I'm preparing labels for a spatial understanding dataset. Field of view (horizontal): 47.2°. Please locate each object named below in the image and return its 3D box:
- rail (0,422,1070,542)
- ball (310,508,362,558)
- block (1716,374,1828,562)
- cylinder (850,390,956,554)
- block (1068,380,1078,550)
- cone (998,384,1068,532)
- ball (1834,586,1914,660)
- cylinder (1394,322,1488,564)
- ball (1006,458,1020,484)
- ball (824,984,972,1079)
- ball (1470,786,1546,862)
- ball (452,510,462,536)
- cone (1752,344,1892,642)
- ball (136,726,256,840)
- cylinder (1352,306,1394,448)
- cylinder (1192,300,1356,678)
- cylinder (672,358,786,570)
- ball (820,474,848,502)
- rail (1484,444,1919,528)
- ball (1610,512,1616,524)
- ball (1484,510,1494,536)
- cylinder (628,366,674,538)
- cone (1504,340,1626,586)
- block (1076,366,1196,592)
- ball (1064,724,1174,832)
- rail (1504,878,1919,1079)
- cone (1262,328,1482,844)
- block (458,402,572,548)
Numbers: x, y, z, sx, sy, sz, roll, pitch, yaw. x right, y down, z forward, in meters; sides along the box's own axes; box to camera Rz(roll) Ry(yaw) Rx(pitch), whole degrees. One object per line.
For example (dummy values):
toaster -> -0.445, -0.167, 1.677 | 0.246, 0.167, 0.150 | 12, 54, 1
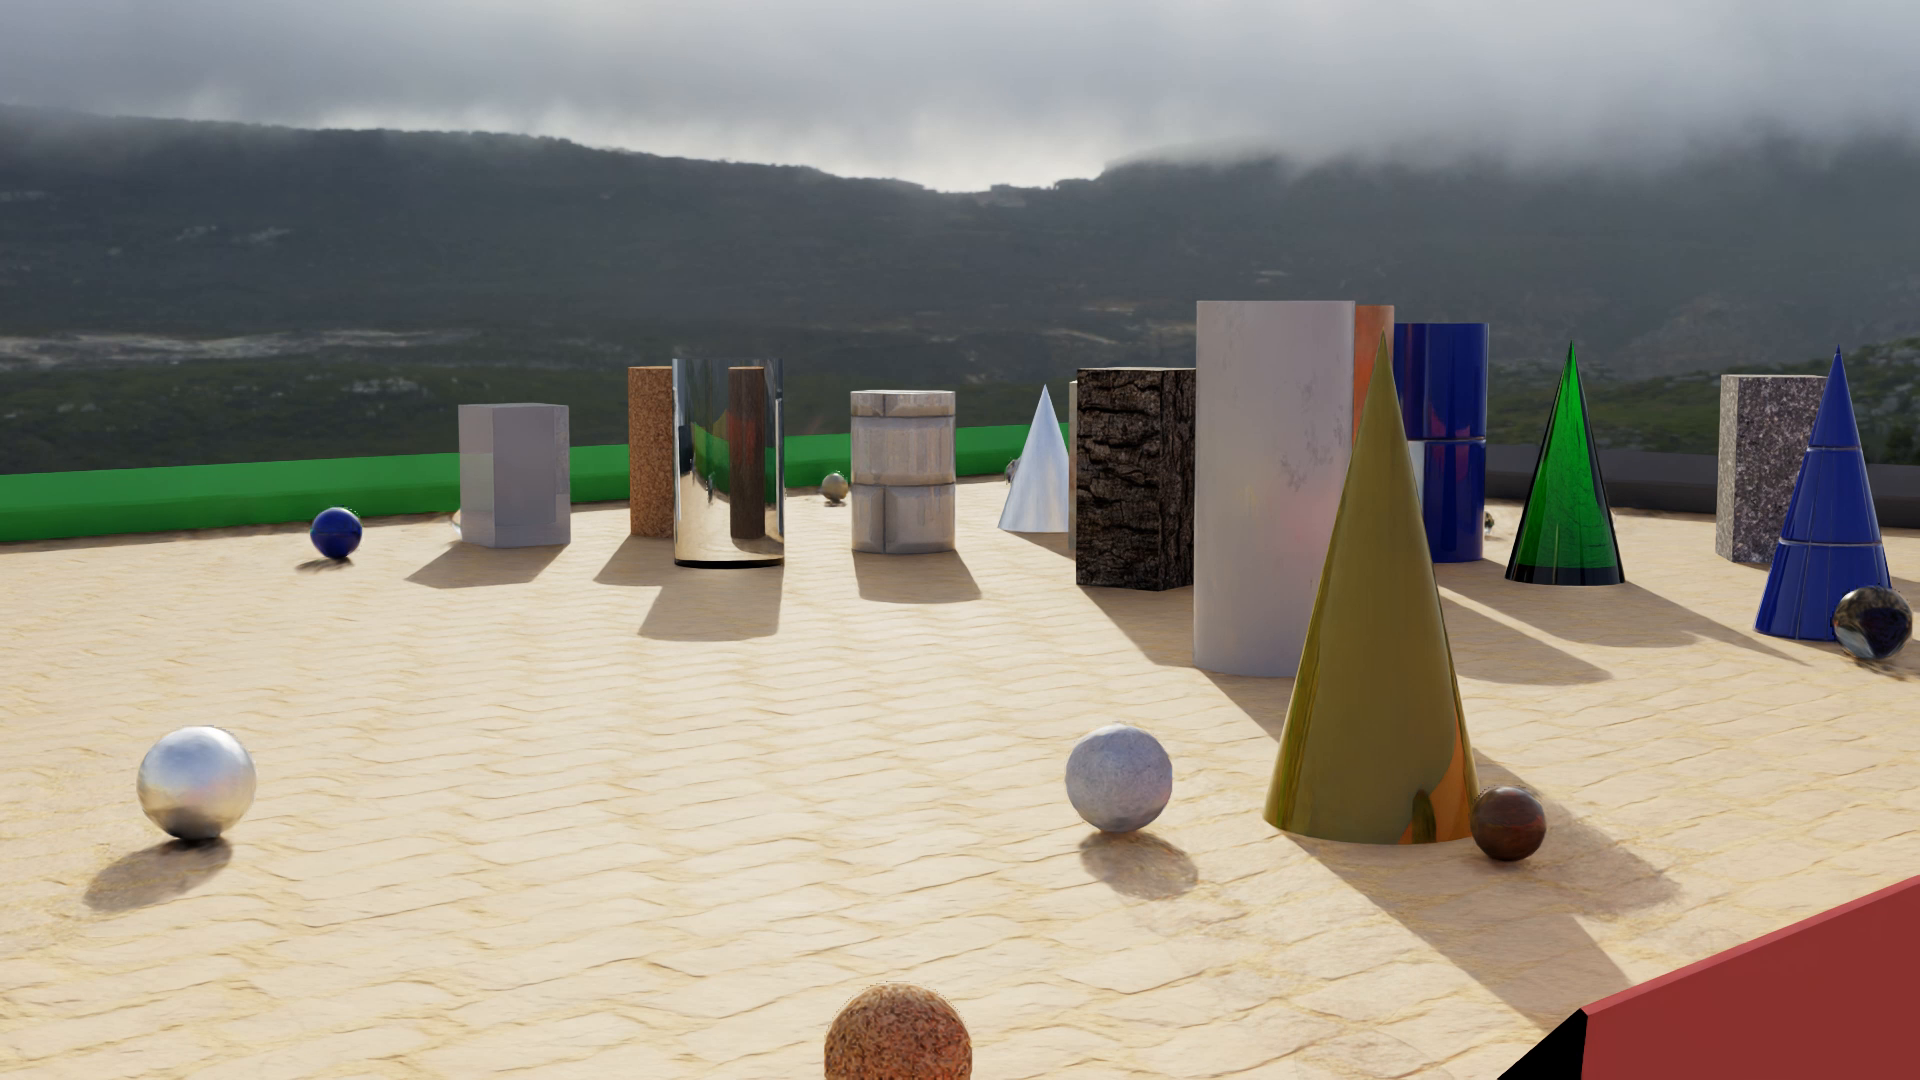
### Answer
rail -> -1.281, -0.112, 4.712 | 4.422, 0.127, 0.045 | -5, 8, -42
ball -> -1.118, -0.012, 3.941 | 0.091, 0.091, 0.091 | 0, 6, 0
block -> 1.453, -0.130, 3.935 | 0.156, 0.327, 0.156 | 1, 6, 8
cylinder -> -0.106, -0.129, 4.094 | 0.195, 0.293, 0.195 | 0, 6, 0
block -> 0.292, -0.144, 4.149 | 0.156, 0.310, 0.156 | 1, 6, 10
cone -> 0.173, -0.172, 4.492 | 0.195, 0.295, 0.195 | 0, 6, 0
ball -> 1.164, 0.106, 2.803 | 0.094, 0.094, 0.094 | 0, 6, 0
cylinder -> 0.845, -0.179, 3.950 | 0.195, 0.420, 0.195 | 0, 6, 0
ball -> 0.151, -0.168, 5.506 | 0.074, 0.074, 0.074 | 0, 6, 0
ball -> -0.034, 0.281, 1.191 | 0.081, 0.081, 0.081 | 0, 6, 0
ball -> 0.444, 0.230, 1.781 | 0.060, 0.060, 0.060 | 0, 6, 0
ball -> -0.957, -0.034, 4.277 | 0.061, 0.061, 0.061 | 0, 6, 0
cone -> 1.199, -0.071, 3.021 | 0.195, 0.399, 0.195 | 0, 6, 0
ball -> -0.642, 0.205, 1.851 | 0.095, 0.095, 0.095 | 0, 6, 0
cylinder -> 0.633, -0.171, 3.727 | 0.195, 0.452, 0.195 | 0, 6, 0
cylinder -> 0.391, -0.070, 2.746 | 0.195, 0.455, 0.195 | 0, 6, 0
cylinder -> -0.406, -0.139, 3.863 | 0.195, 0.360, 0.195 | 0, 6, 0
ball -> -0.291, -0.122, 5.117 | 0.064, 0.064, 0.064 | 0, 6, 0
rail -> 1.608, -0.122, 4.807 | 0.045, 0.127, 3.824 | -5, 8, -42
ball -> 1.301, -0.040, 4.438 | 0.043, 0.043, 0.043 | 0, 6, 0
ball -> 1.029, -0.034, 4.343 | 0.051, 0.051, 0.051 | 0, 6, 0
cylinder -> -0.562, -0.179, 4.388 | 0.195, 0.330, 0.195 | 0, 6, 0
cone -> 1.004, -0.135, 3.629 | 0.195, 0.401, 0.195 | 0, 6, 0
block -> 0.297, -0.103, 3.574 | 0.156, 0.349, 0.156 | 4, 7, 36
ball -> 0.136, 0.204, 1.878 | 0.092, 0.092, 0.092 | 0, 6, 0
rail -> 1.281, 0.178, 1.952 | 4.422, 0.127, 0.045 | -5, 8, -42
cone -> 0.363, 0.031, 1.910 | 0.195, 0.429, 0.195 | 0, 6, 0
block -> -0.852, -0.127, 4.209 | 0.156, 0.263, 0.156 | -4, 7, -36
